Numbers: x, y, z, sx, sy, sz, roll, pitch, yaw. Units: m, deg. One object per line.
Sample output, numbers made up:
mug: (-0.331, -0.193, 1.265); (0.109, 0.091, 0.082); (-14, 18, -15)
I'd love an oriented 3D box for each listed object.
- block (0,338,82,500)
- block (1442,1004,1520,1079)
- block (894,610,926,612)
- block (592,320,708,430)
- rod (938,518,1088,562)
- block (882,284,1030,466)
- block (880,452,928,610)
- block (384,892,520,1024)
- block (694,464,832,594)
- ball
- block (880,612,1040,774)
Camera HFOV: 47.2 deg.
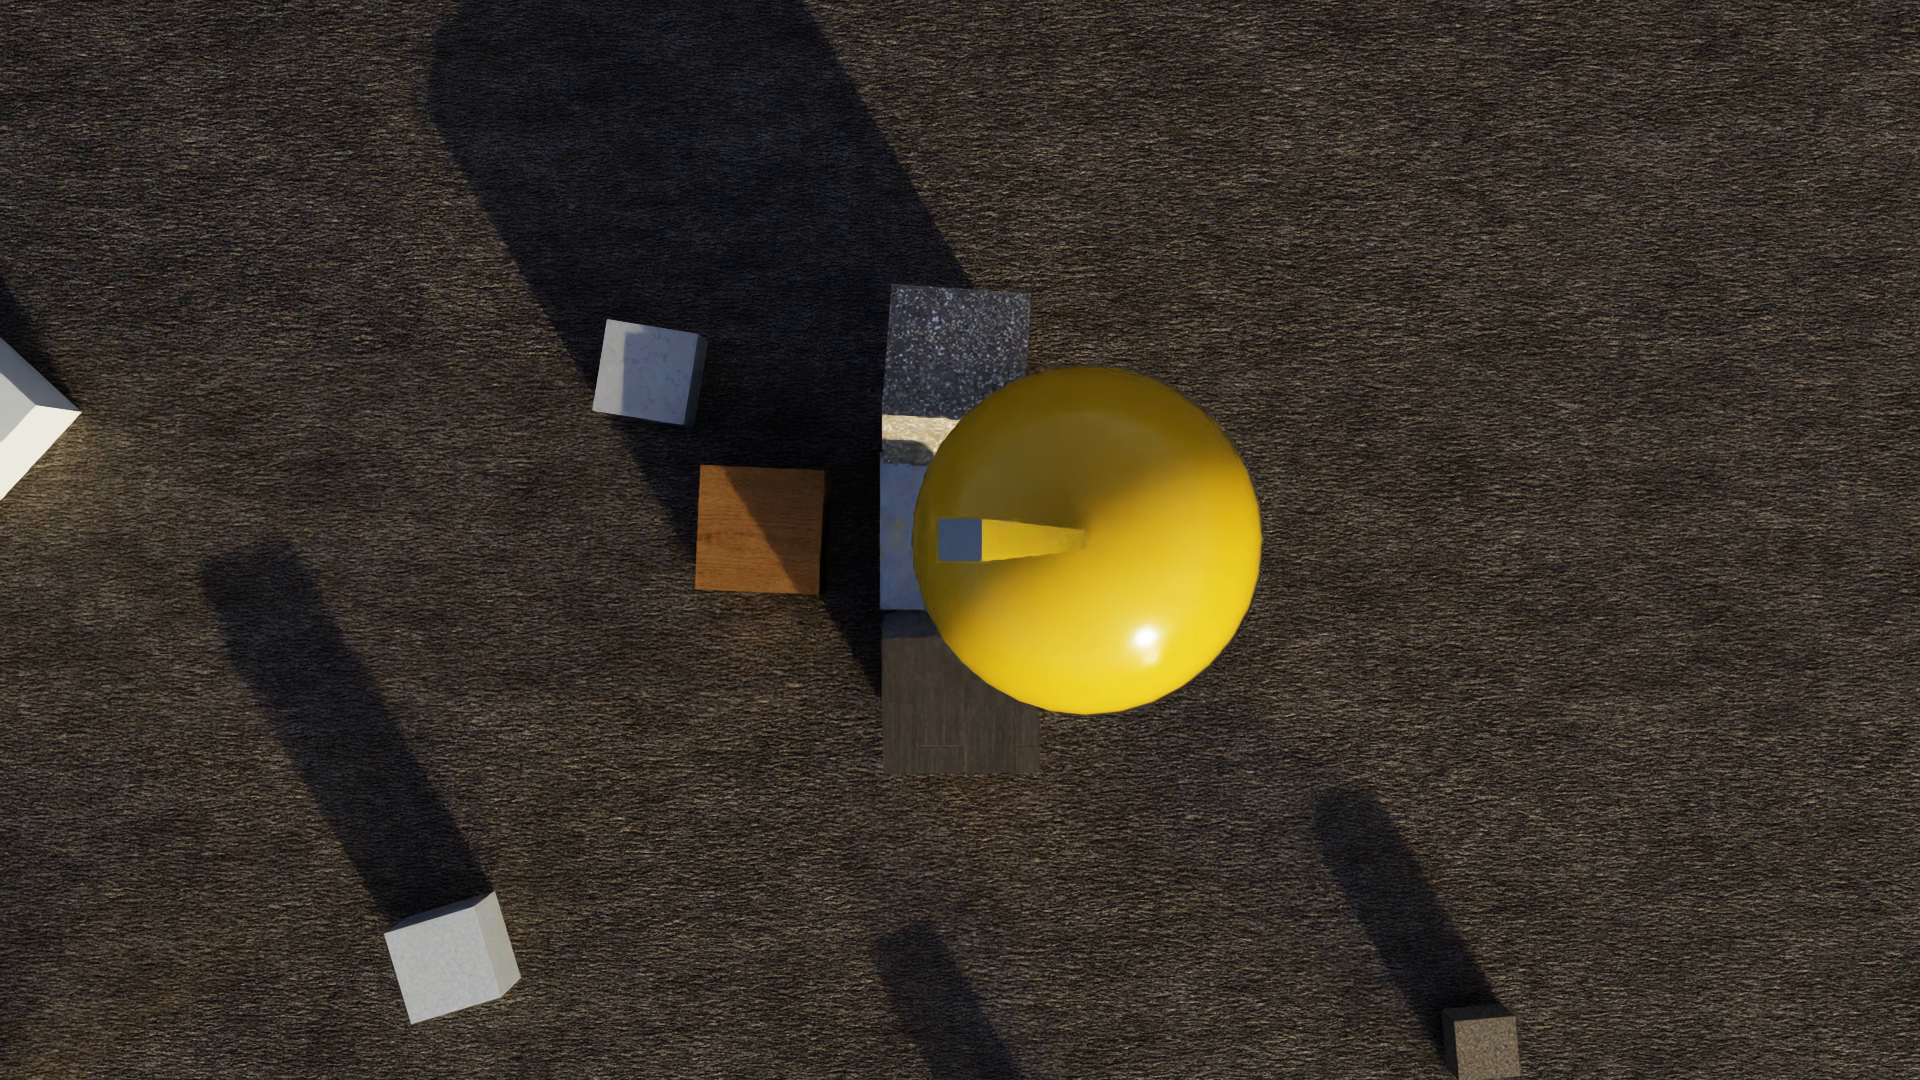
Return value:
block: (-5.729, -0.720, 12.678); (0.741, 0.645, 0.781); (43, 90, 0)
block: (3.036, 2.929, 12.831); (0.354, 0.338, 0.347); (-5, 90, 0)
block: (0.005, 0.763, 12.608); (0.739, 0.783, 0.732); (0, 90, 0)
block: (-1.792, -0.955, 12.759); (0.527, 0.481, 0.527); (9, 90, 0)
rod: (0.250, 0.000, 6.662); (0.080, 5.200, 0.080); (0, 90, 6)
block: (-0.023, -0.862, 11.833); (0.736, 0.730, 0.740); (4, 72, 0)
block: (0.019, -0.049, 12.550); (0.921, 0.900, 0.874); (0, 90, 0)
block: (-2.927, 2.407, 12.720); (0.532, 0.559, 0.536); (-17, 90, 0)
block: (-1.122, -0.058, 12.658); (0.697, 0.684, 0.698); (3, 90, 0)
ball: (0.578, 0.000, 10.047); (1.600, 1.600, 1.600); (0, 90, 0)
block: (0.004, 0.810, 11.826); (0.825, 0.670, 0.729); (-1, 100, 0)
